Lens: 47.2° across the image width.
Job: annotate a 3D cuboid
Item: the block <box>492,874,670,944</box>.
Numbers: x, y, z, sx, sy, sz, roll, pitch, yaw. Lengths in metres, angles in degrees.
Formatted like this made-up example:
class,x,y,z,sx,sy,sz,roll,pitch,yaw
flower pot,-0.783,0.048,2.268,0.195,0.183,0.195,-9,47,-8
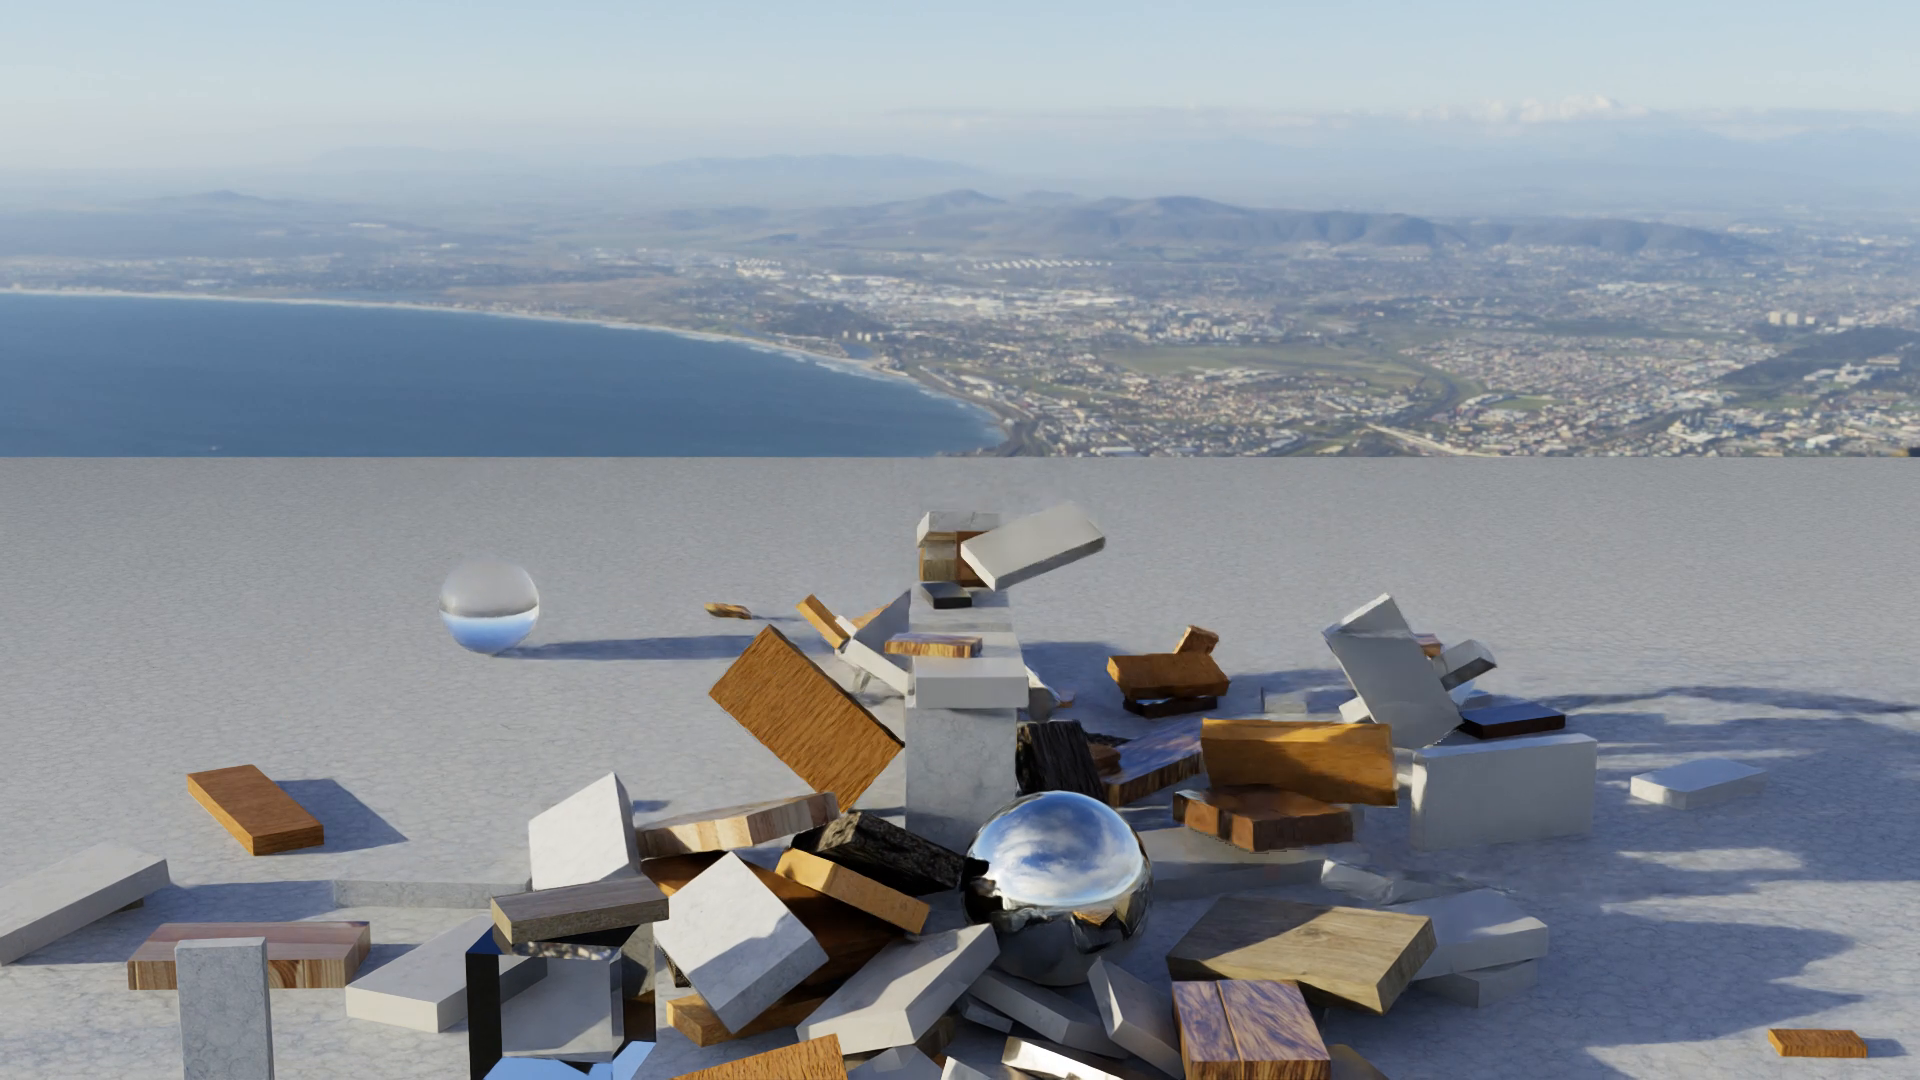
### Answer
class,x,y,z,sx,sy,sz,roll,pitch,yaw
block,-0.516,0.501,2.992,0.217,0.031,0.108,-5,12,-25

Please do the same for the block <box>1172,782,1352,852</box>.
class,x,y,z,sx,sy,sz,roll,pitch,yaw
block,0.504,0.464,3.706,0.173,0.049,0.346,-4,3,-16

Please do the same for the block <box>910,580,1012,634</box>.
class,x,y,z,sx,sy,sz,roll,pitch,yaw
block,-0.001,0.136,3.995,0.180,0.051,0.359,0,11,-1

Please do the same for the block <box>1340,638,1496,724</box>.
class,x,y,z,sx,sy,sz,roll,pitch,yaw
block,0.948,0.303,4.548,0.304,0.043,0.152,-30,-22,19

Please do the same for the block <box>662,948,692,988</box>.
class,x,y,z,sx,sy,sz,roll,pitch,yaw
block,-0.289,0.621,3.377,0.318,0.045,0.159,-3,11,-15

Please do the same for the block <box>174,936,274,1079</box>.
class,x,y,z,sx,sy,sz,roll,pitch,yaw
block,-0.958,0.628,2.869,0.108,0.217,0.031,-1,11,-6

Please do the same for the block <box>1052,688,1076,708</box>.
class,x,y,z,sx,sy,sz,roll,pitch,yaw
block,0.227,0.353,4.903,0.054,0.015,0.109,2,11,9

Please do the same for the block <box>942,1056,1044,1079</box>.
class,x,y,z,sx,sy,sz,roll,pitch,yaw
block,0.123,0.716,2.736,0.145,0.041,0.291,20,-5,-40

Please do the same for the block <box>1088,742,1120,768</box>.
class,x,y,z,sx,sy,sz,roll,pitch,yaw
block,0.236,0.423,4.258,0.138,0.020,0.069,-9,19,-39

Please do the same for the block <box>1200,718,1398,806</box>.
class,x,y,z,sx,sy,sz,roll,pitch,yaw
block,0.619,0.405,4.009,0.338,0.169,0.048,0,44,19

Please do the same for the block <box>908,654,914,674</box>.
class,x,y,z,sx,sy,sz,roll,pitch,yaw
block,-0.003,0.359,3.922,0.180,0.359,0.051,0,14,0

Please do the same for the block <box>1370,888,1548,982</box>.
class,x,y,z,sx,sy,sz,roll,pitch,yaw
block,0.688,0.595,3.280,0.328,0.046,0.164,-7,14,-16

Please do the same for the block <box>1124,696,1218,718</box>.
class,x,y,z,sx,sy,sz,roll,pitch,yaw
block,0.464,0.359,4.836,0.186,0.026,0.093,-5,12,-30

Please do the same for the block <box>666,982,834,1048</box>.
class,x,y,z,sx,sy,sz,roll,pitch,yaw
block,-0.298,0.670,3.153,0.217,0.031,0.108,-7,13,-33

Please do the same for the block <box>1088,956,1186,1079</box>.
class,x,y,z,sx,sy,sz,roll,pitch,yaw
block,0.247,0.660,3.045,0.116,0.033,0.231,32,7,-9

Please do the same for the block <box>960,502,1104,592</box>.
class,x,y,z,sx,sy,sz,roll,pitch,yaw
block,0.136,0.012,4.136,0.242,0.034,0.121,-21,45,-24

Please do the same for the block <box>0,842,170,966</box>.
class,x,y,z,sx,sy,sz,roll,pitch,yaw
block,-1.446,0.577,3.512,0.159,0.045,0.319,6,19,31

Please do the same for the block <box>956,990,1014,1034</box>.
class,x,y,z,sx,sy,sz,roll,pitch,yaw
block,0.029,0.662,3.127,0.068,0.019,0.136,22,1,-11

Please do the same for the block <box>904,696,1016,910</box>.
class,x,y,z,sx,sy,sz,roll,pitch,yaw
block,0.000,0.428,3.565,0.177,0.354,0.050,0,16,-2

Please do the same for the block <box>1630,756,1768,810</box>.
class,x,y,z,sx,sy,sz,roll,pitch,yaw
block,1.423,0.467,4.232,0.249,0.035,0.125,-7,13,-34

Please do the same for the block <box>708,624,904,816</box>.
class,x,y,z,sx,sy,sz,roll,pitch,yaw
block,-0.285,0.333,4.091,0.337,0.169,0.048,42,6,2

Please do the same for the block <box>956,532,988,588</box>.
class,x,y,z,sx,sy,sz,roll,pitch,yaw
block,0.028,0.036,4.152,0.069,0.020,0.138,0,42,0

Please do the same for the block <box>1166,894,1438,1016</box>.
class,x,y,z,sx,sy,sz,roll,pitch,yaw
block,0.490,0.593,3.171,0.346,0.049,0.173,-1,24,40

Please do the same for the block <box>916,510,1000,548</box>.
class,x,y,z,sx,sy,sz,roll,pitch,yaw
block,-0.007,-0.020,4.605,0.145,0.041,0.290,2,-7,-6

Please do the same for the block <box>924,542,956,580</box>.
class,x,y,z,sx,sy,sz,roll,pitch,yaw
block,0.002,0.041,4.315,0.145,0.041,0.290,0,6,-1

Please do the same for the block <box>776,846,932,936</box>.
class,x,y,z,sx,sy,sz,roll,pitch,yaw
block,-0.164,0.521,3.284,0.159,0.045,0.318,26,-10,-13

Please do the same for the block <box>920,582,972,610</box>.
class,x,y,z,sx,sy,sz,roll,pitch,yaw
block,-0.026,0.100,3.994,0.069,0.020,0.138,-2,11,-11

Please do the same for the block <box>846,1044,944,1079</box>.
class,x,y,z,sx,sy,sz,roll,pitch,yaw
block,-0.100,0.716,2.765,0.118,0.034,0.237,36,27,26

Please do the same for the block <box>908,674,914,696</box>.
class,x,y,z,sx,sy,sz,roll,pitch,yaw
block,0.001,0.394,3.759,0.177,0.354,0.050,0,28,0

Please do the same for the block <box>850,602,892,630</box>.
class,x,y,z,sx,sy,sz,roll,pitch,yaw
block,-0.135,0.230,5.223,0.175,0.050,0.351,-24,20,-27

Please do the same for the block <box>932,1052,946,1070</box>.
class,x,y,z,sx,sy,sz,roll,pitch,yaw
block,-0.057,0.707,2.979,0.063,0.018,0.126,-9,13,-24

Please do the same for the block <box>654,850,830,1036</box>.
class,x,y,z,sx,sy,sz,roll,pitch,yaw
block,-0.330,0.576,3.181,0.168,0.048,0.337,-36,26,-14

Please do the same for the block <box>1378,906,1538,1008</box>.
class,x,y,z,sx,sy,sz,roll,pitch,yaw
block,0.709,0.630,3.338,0.147,0.042,0.293,-9,14,-41

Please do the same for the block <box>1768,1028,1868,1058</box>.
class,x,y,z,sx,sy,sz,roll,pitch,yaw
block,1.188,0.697,3.047,0.115,0.016,0.058,0,11,3

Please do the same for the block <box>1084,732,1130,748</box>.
class,x,y,z,sx,sy,sz,roll,pitch,yaw
block,0.294,0.422,4.520,0.143,0.020,0.072,6,12,31

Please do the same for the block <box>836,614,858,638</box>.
class,x,y,z,sx,sy,sz,roll,pitch,yaw
block,-0.227,0.233,5.059,0.072,0.020,0.144,41,-7,44

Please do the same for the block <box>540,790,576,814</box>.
class,x,y,z,sx,sy,sz,roll,pitch,yaw
block,-0.709,0.493,4.134,0.146,0.021,0.073,0,11,2

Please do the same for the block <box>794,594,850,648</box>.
class,x,y,z,sx,sy,sz,roll,pitch,yaw
block,-0.305,0.211,5.204,0.027,0.191,0.095,-46,6,-19

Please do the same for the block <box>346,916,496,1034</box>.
class,x,y,z,sx,sy,sz,roll,pitch,yaw
block,-0.745,0.641,3.270,0.159,0.045,0.318,5,11,23

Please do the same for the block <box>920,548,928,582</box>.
class,x,y,z,sx,sy,sz,roll,pitch,yaw
block,-0.012,0.198,4.539,0.145,0.041,0.485,3,42,-3

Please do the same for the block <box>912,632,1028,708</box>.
class,x,y,z,sx,sy,sz,roll,pitch,yaw
block,0.013,0.212,3.626,0.177,0.050,0.354,0,9,-2

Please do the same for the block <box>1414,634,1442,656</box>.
class,x,y,z,sx,sy,sz,roll,pitch,yaw
block,1.059,0.257,5.379,0.217,0.031,0.108,0,11,2
